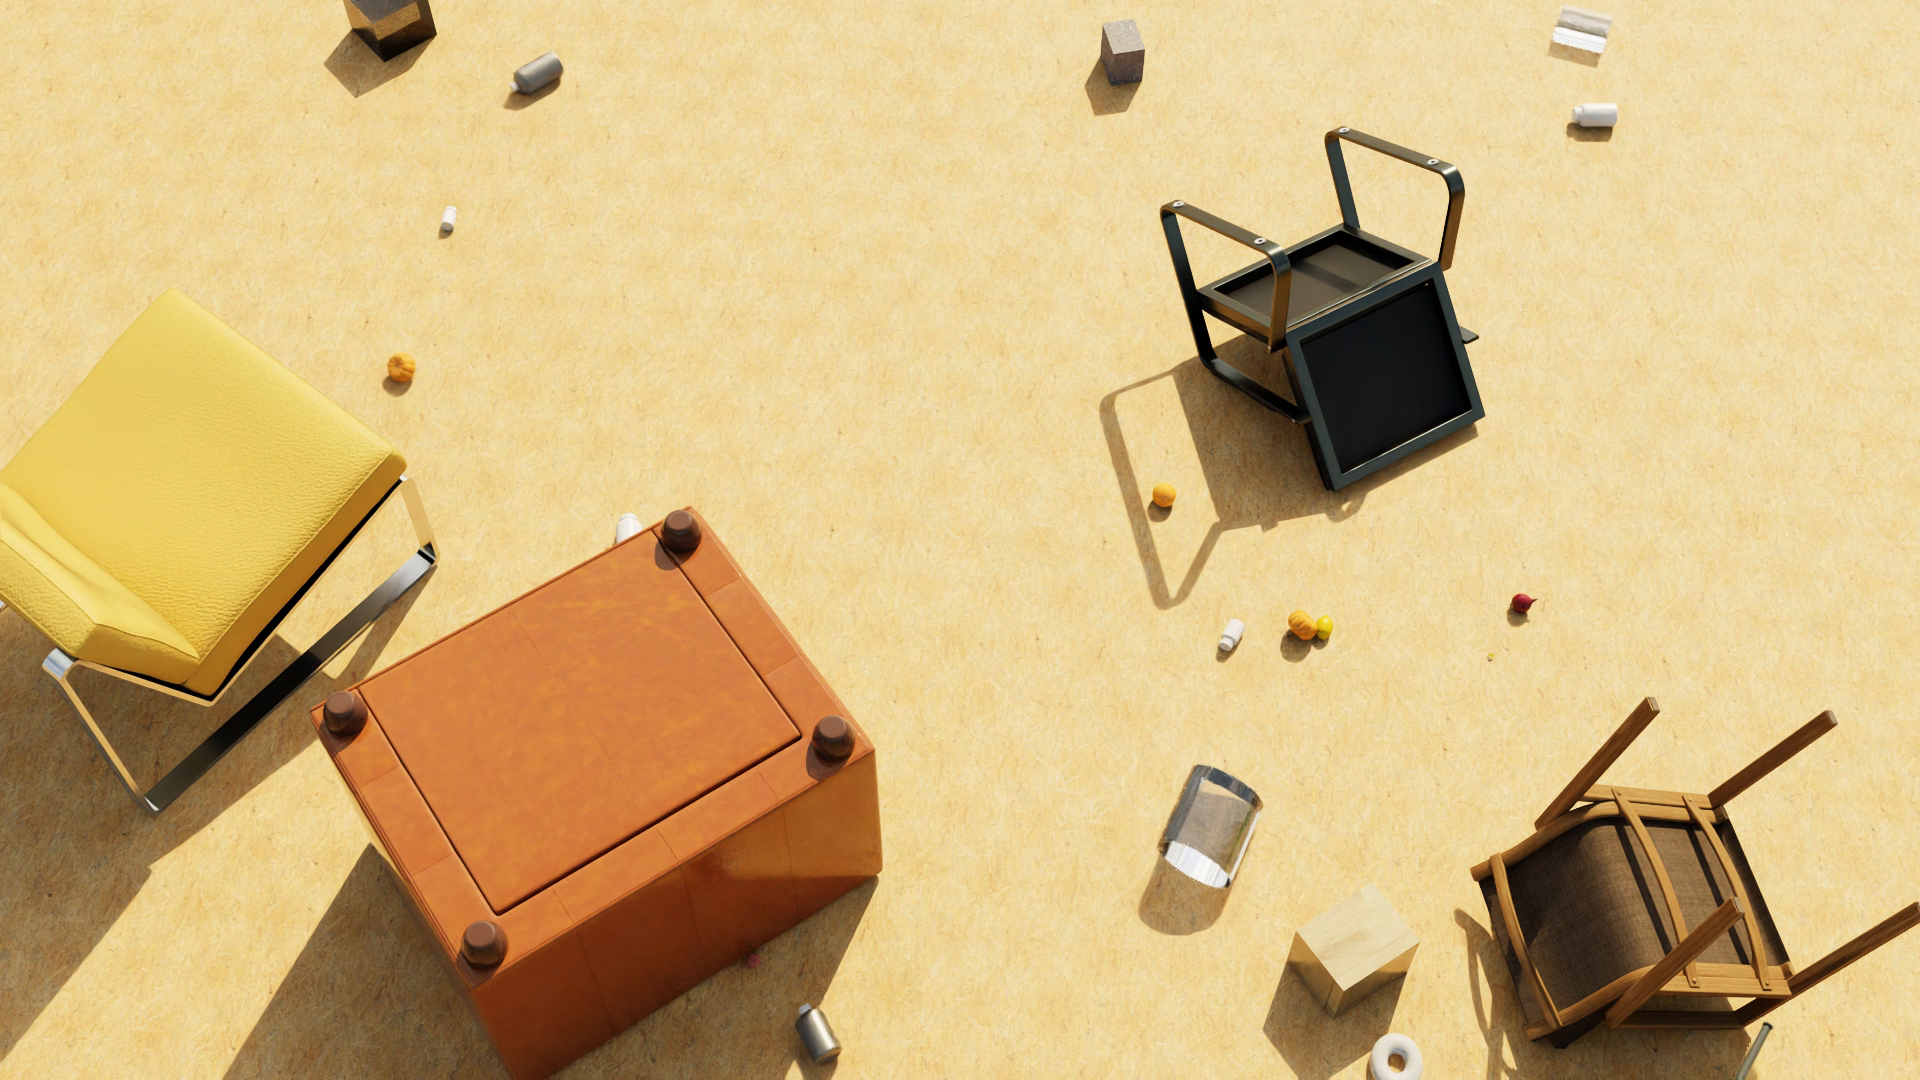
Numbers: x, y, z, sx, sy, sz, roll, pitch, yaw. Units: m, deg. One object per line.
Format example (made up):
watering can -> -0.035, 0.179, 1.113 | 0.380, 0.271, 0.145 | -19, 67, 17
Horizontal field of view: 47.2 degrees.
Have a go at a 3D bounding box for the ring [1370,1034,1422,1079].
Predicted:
ring -> 1.121, 1.344, 5.647 | 0.136, 0.043, 0.161 | 7, 57, 3

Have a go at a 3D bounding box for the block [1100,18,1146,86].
block -> 0.563, -1.689, 7.617 | 0.112, 0.150, 0.153 | -10, 57, -7

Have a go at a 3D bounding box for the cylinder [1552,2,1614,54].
cylinder -> 2.192, -1.802, 7.740 | 0.176, 0.072, 0.192 | 17, 57, 11

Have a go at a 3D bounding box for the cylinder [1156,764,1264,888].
cylinder -> 0.678, 0.774, 5.952 | 0.232, 0.152, 0.252 | 35, 59, -10

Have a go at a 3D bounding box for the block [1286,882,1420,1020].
block -> 1.024, 1.072, 5.736 | 0.251, 0.197, 0.197 | -28, 61, -18

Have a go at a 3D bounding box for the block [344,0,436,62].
block -> -2.001, -1.849, 7.706 | 0.218, 0.180, 0.220 | -35, 63, -21
